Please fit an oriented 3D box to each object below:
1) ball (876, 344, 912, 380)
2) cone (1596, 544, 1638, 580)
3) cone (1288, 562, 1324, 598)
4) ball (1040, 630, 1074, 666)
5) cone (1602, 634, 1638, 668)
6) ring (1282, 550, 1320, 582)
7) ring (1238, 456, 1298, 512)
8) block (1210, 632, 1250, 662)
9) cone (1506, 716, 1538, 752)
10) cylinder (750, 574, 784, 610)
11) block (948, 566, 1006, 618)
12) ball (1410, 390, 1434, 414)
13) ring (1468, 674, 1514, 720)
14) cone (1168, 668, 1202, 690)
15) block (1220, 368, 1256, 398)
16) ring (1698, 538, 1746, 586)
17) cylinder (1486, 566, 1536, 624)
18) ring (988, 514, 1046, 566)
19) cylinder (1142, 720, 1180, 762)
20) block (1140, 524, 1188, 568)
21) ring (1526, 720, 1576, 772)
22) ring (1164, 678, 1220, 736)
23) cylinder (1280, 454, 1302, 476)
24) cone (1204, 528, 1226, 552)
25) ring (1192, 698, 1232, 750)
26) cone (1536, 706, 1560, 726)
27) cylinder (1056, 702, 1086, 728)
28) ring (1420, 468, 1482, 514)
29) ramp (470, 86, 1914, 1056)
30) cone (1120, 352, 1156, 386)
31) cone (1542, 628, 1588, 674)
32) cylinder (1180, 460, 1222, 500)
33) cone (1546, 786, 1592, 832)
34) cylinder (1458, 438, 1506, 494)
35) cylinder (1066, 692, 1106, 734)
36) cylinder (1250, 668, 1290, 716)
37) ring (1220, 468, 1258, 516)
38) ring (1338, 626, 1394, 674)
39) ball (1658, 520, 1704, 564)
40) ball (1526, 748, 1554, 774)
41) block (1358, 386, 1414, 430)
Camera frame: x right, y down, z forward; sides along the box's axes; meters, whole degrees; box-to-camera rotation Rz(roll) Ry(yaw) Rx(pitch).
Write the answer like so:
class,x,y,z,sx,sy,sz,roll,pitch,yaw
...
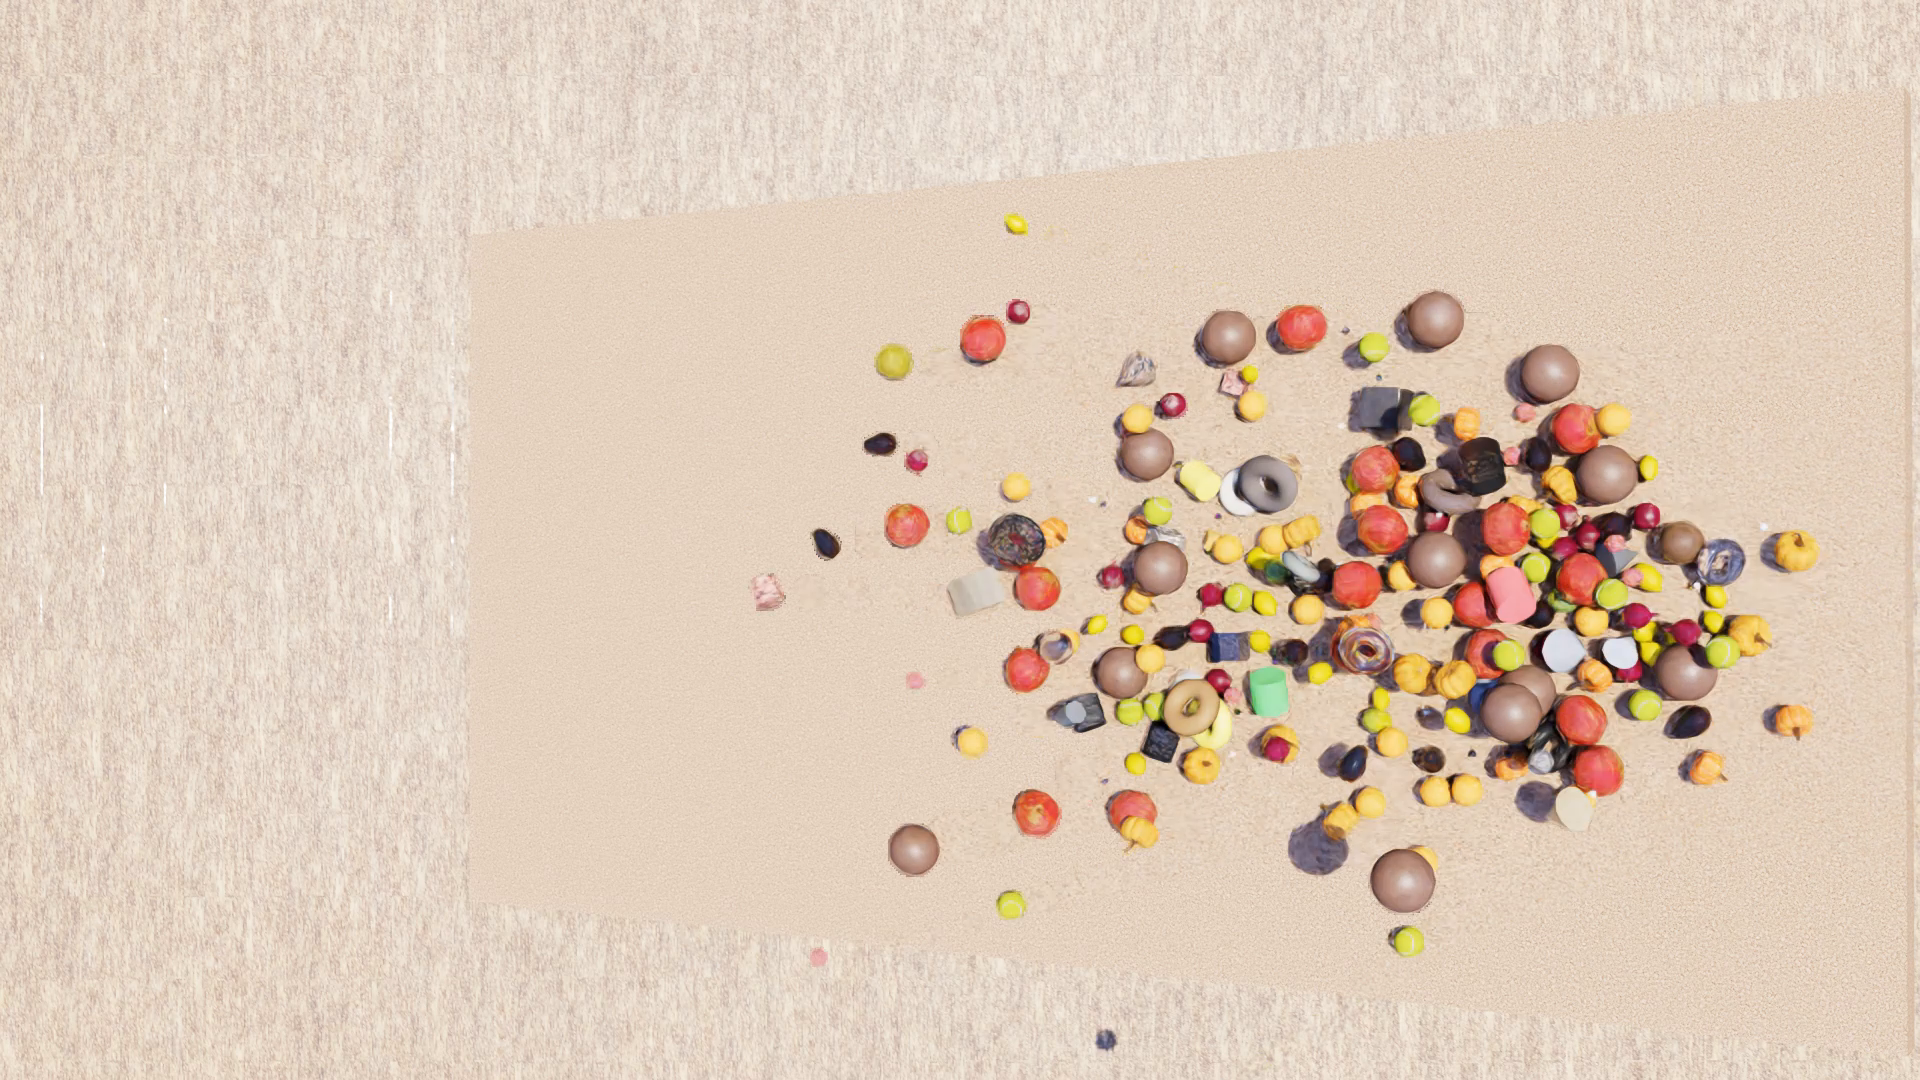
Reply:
class,x,y,z,sx,sy,sz,roll,pitch,yaw
ball,-0.173,-0.467,5.771,0.091,0.091,0.091,0,89,0
cone,1.447,0.037,4.803,0.083,0.083,0.083,-15,89,-12
cone,0.796,0.094,5.178,0.090,0.090,0.090,0,89,31
ball,0.237,0.266,5.397,0.085,0.085,0.085,0,89,0
cone,1.448,0.226,4.774,0.078,0.078,0.078,49,48,0
ring,0.759,0.059,4.896,0.097,0.097,0.032,34,105,0
ring,0.726,-0.132,5.184,0.149,0.149,0.050,43,46,0
block,0.649,0.257,5.278,0.068,0.068,0.068,-5,87,31
cone,1.251,0.433,4.899,0.079,0.079,0.079,-2,85,22
cylinder,-0.525,0.142,5.984,0.072,0.072,0.072,-21,72,0
block,0.042,0.131,5.547,0.092,0.092,0.092,-16,82,-32
ball,1.059,-0.315,5.042,0.056,0.056,0.056,0,89,0
ring,1.198,0.353,4.962,0.103,0.034,0.103,0,91,24
cone,0.534,0.344,5.326,0.085,0.085,0.085,-6,74,22
block,0.668,-0.377,5.281,0.054,0.054,0.054,20,100,30
ring,1.621,0.048,4.680,0.108,0.036,0.108,-3,107,-11
cylinder,1.211,0.120,4.832,0.089,0.089,0.089,-9,45,0
ring,0.137,0.000,5.263,0.143,0.048,0.143,12,129,16
cylinder,0.493,0.492,5.365,0.077,0.077,0.077,19,100,0
block,0.495,0.016,5.344,0.076,0.076,0.076,11,106,-19
ring,1.306,0.457,4.858,0.122,0.041,0.122,-4,106,-14
ring,0.552,0.399,5.255,0.146,0.049,0.146,-17,56,27
cylinder,0.770,-0.164,5.205,0.055,0.055,0.055,30,132,0
cone,0.610,-0.010,5.330,0.056,0.056,0.056,-22,46,0
ring,0.601,0.439,5.297,0.046,0.138,0.138,-9,89,-35
cone,1.325,0.414,4.888,0.065,0.065,0.065,30,90,3
cylinder,0.268,0.421,5.308,0.053,0.053,0.053,7,73,-22
ring,1.108,-0.109,4.966,0.141,0.141,0.047,6,129,0
ramp,0.265,0.073,5.612,4.000,0.100,2.000,0,89,31
cone,0.419,-0.404,5.393,0.092,0.092,0.092,-33,89,-42
cone,1.343,0.244,4.800,0.100,0.100,0.100,0,90,-17
cylinder,0.580,-0.144,5.308,0.073,0.073,0.073,-16,126,-23
cone,1.291,0.588,4.734,0.096,0.096,0.096,8,70,-23
cylinder,1.162,-0.165,4.890,0.091,0.091,0.091,-21,123,0
cylinder,0.315,0.430,5.470,0.080,0.080,0.080,-17,77,0
cylinder,0.731,0.360,5.200,0.086,0.086,0.086,-11,114,0
ring,0.677,-0.116,5.282,0.118,0.039,0.118,0,91,32
ring,0.904,0.246,4.889,0.124,0.041,0.124,11,128,15
ball,1.549,0.006,4.720,0.095,0.095,0.095,0,89,0
ball,1.244,0.475,4.713,0.056,0.056,0.056,0,89,0
block,0.983,-0.303,5.066,0.093,0.093,0.093,5,92,31
